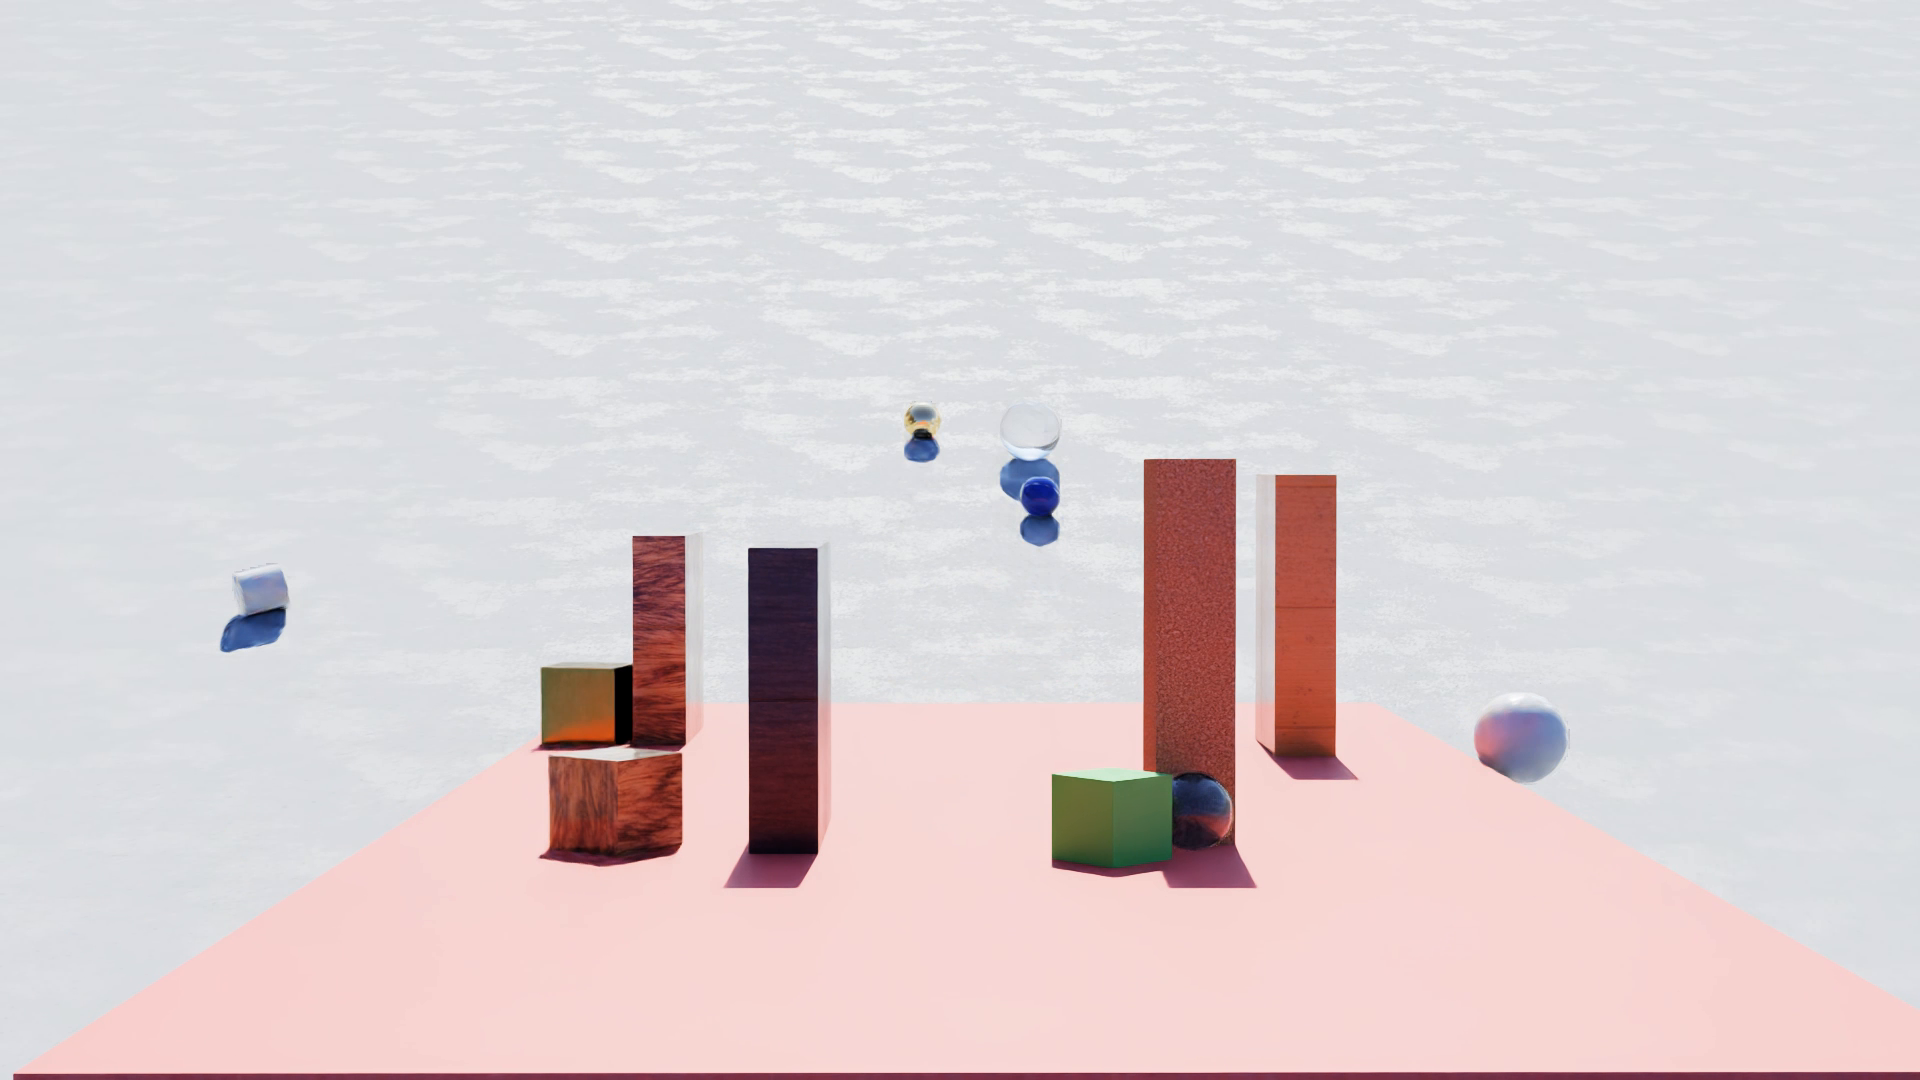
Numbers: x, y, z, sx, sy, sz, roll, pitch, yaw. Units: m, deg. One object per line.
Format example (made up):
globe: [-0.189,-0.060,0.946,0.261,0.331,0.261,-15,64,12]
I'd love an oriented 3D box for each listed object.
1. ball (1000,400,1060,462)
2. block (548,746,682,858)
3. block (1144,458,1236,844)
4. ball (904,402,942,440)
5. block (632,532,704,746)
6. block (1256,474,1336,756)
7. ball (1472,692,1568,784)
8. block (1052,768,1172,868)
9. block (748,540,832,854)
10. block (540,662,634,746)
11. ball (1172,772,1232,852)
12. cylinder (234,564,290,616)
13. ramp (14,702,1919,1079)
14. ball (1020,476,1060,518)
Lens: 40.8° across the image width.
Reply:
ball: [0.221,-0.345,8.153,0.194,0.194,0.194,0,25,0]
block: [-0.544,0.412,4.074,0.148,0.148,0.148,1,2,36]
block: [0.374,0.174,4.230,0.126,0.614,0.282,0,2,0]
ball: [-0.121,-0.386,8.325,0.120,0.120,0.120,0,25,0]
block: [-0.649,0.212,5.754,0.114,0.453,0.389,0,2,0]
block: [0.715,0.152,5.512,0.127,0.584,0.345,0,2,0]
ball: [1.151,0.406,5.296,0.190,0.190,0.190,0,25,0]
block: [0.232,0.424,3.948,0.131,0.131,0.131,-2,2,-43]
block: [-0.274,0.244,4.207,0.108,0.475,0.417,0,2,0]
block: [-0.812,0.358,5.656,0.167,0.167,0.167,0,2,10]
ball: [0.365,0.425,4.034,0.122,0.122,0.122,0,25,0]
cylinder: [-1.950,0.139,7.195,0.122,0.122,0.122,-14,29,-25]
ramp: [0.058,0.522,4.560,2.000,0.100,4.000,0,2,0]
ball: [0.242,-0.131,7.782,0.124,0.124,0.124,0,25,0]
